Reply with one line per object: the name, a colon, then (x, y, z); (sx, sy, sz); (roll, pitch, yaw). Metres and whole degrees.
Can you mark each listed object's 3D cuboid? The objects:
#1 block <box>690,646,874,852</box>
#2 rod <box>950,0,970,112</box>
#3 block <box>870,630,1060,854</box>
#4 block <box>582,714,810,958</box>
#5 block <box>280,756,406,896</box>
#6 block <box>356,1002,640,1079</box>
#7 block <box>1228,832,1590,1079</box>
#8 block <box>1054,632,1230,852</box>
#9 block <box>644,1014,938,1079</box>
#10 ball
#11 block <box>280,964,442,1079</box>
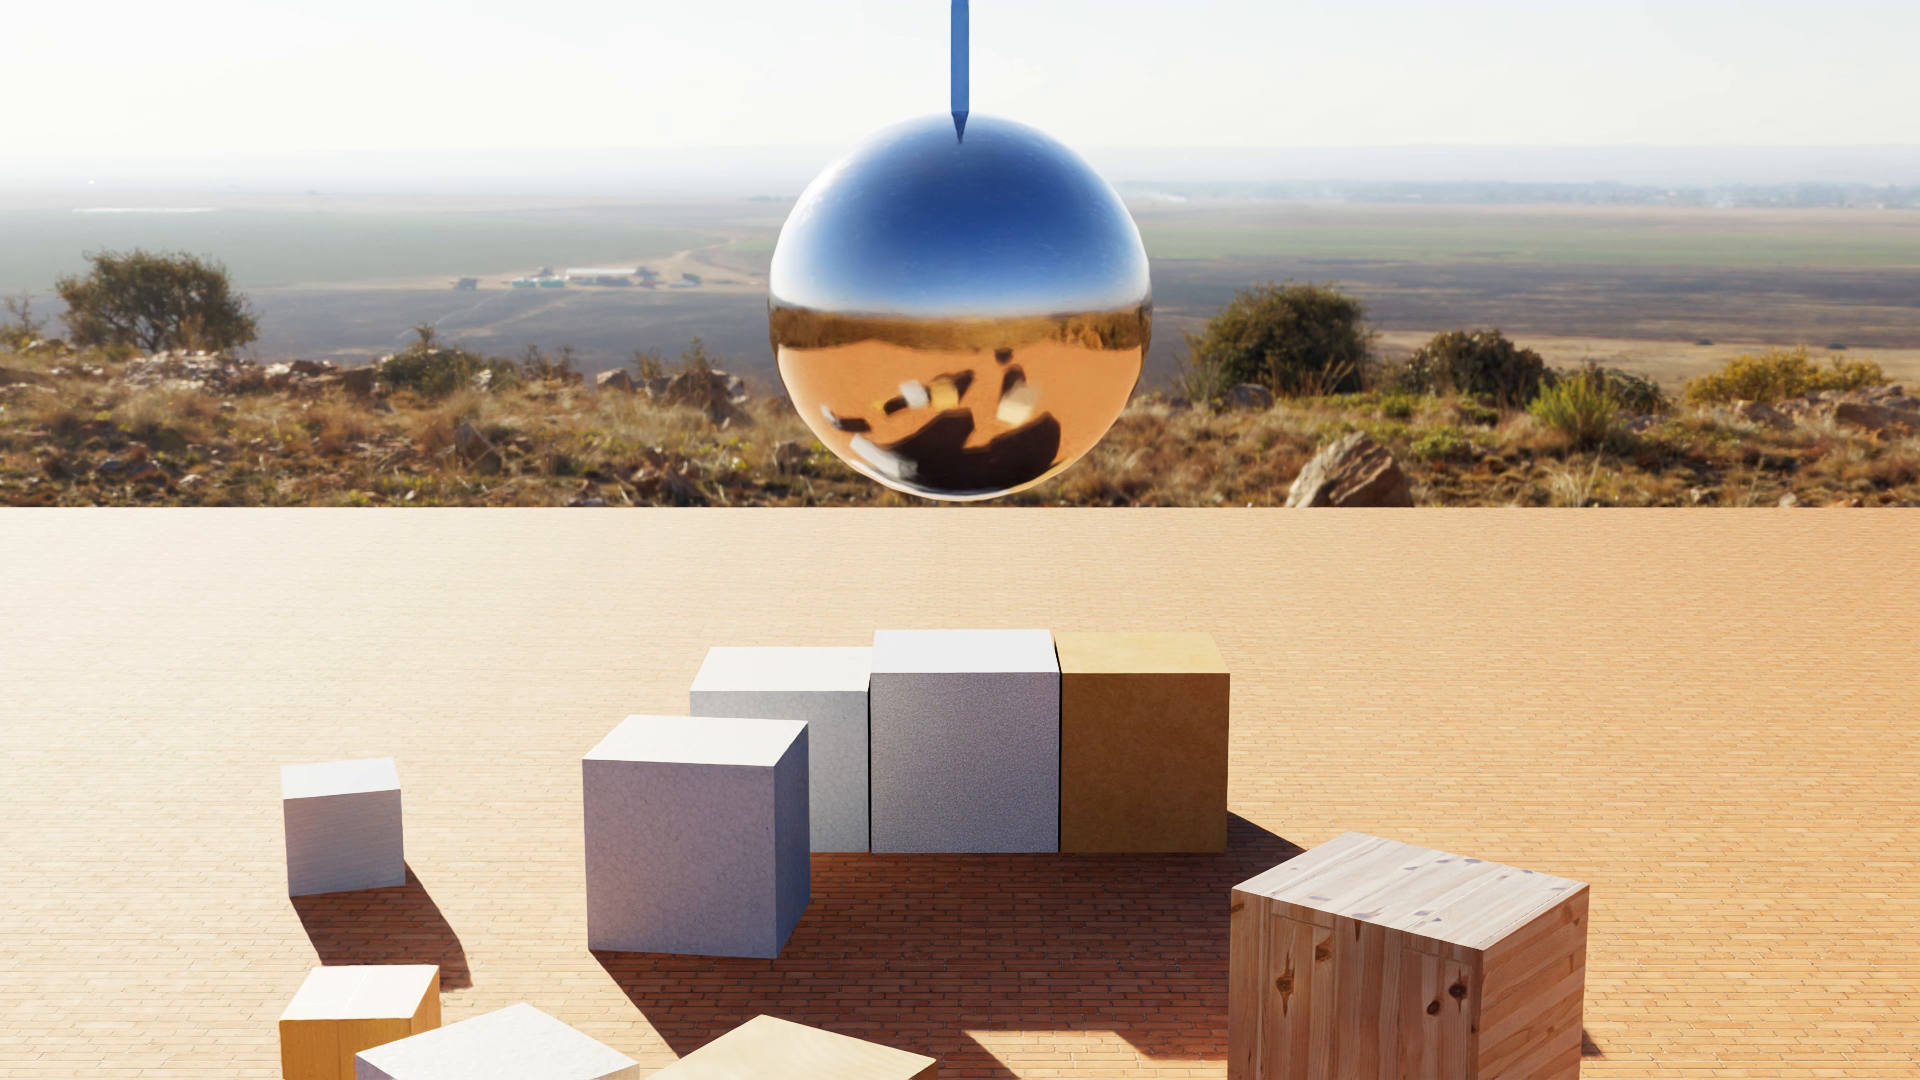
block: (-0.895, 1.066, 11.382); (0.877, 0.830, 0.957); (0, 10, 0)
rod: (0.000, -4.330, 9.572); (0.080, 5.200, 0.080); (0, -8, 0)
block: (0.018, 1.020, 11.367); (0.930, 0.926, 0.959); (0, 10, -1)
block: (-1.167, 1.317, 9.898); (0.847, 0.868, 0.746); (1, 10, 7)
block: (-2.992, 1.379, 10.648); (0.536, 0.477, 0.578); (-3, 11, -18)
block: (-1.466, 1.956, 7.015); (0.621, 0.642, 0.675); (-9, 14, -42)
block: (1.557, 1.670, 7.676); (0.939, 0.968, 0.821); (8, 13, 38)
block: (0.916, 1.026, 11.348); (0.826, 0.921, 0.908); (0, 10, 0)
block: (-0.536, 1.972, 6.740); (0.677, 0.708, 0.681); (6, 12, 31)
ball: (0.000, -0.961, 9.111); (1.600, 1.600, 1.600); (0, 10, 0)
block: (-2.176, 1.865, 8.036); (0.461, 0.455, 0.504); (0, 10, -2)
